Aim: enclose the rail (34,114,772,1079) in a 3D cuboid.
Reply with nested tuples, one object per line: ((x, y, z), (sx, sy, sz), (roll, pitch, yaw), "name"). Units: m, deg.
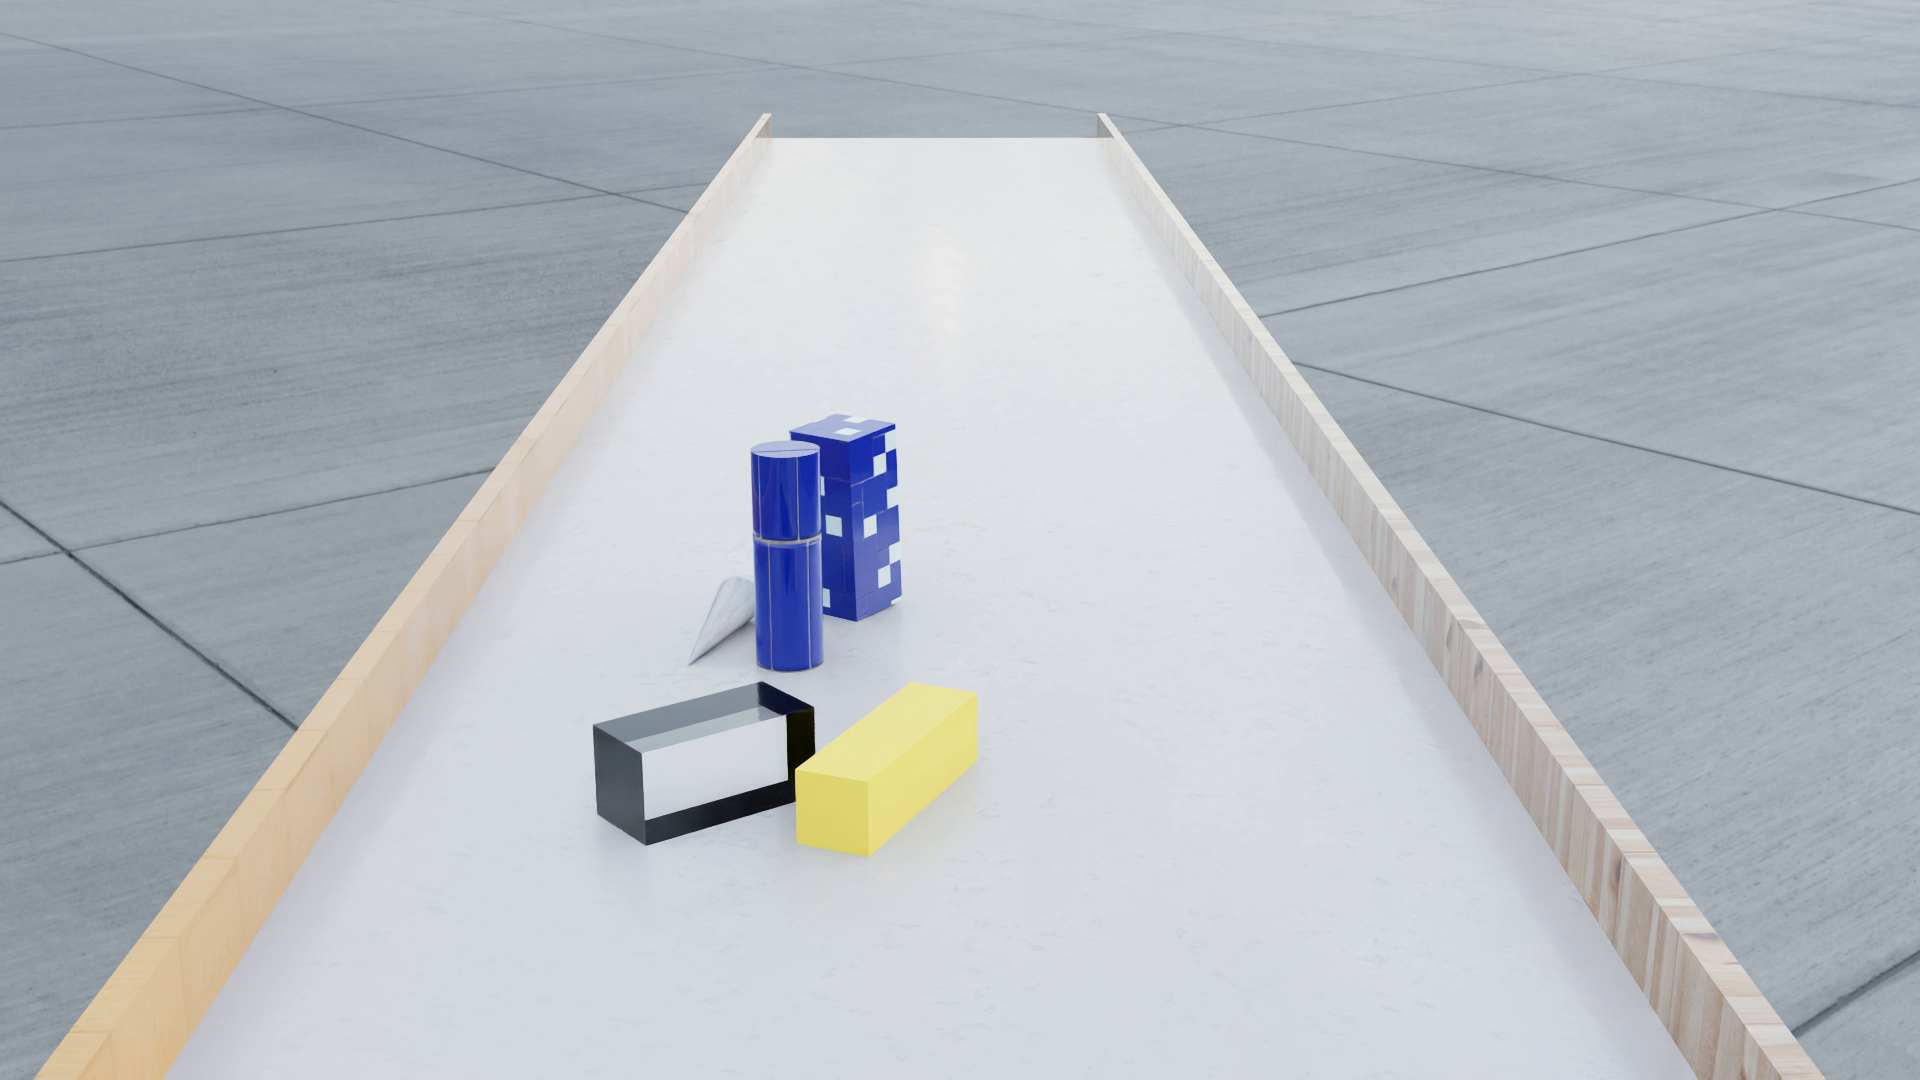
((-1.118, -0.838, 7.780), (0.050, 0.150, 12.000), (0, 17, -1), "rail")

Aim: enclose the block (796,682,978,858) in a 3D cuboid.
((-0.117, 0.381, 3.719), (0.130, 0.130, 0.441), (7, 18, 23), "block")

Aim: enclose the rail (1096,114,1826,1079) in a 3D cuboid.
((0.932, -0.844, 7.801), (0.050, 0.150, 12.000), (0, 17, -1), "rail")

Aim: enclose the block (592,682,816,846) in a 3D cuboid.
((-0.427, 0.371, 3.697), (0.334, 0.161, 0.161), (-13, 21, -36), "block")

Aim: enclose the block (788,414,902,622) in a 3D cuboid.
((-0.242, -0.050, 4.687), (0.160, 0.396, 0.160), (11, 23, 34), "block")

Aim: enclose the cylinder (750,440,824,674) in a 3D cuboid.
((-0.341, 0.033, 4.346), (0.136, 0.439, 0.136), (0, 17, 0), "cylinder")

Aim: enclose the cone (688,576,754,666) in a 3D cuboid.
((-0.504, 0.188, 4.508), (0.100, 0.100, 0.310), (5, 26, 15), "cone")
